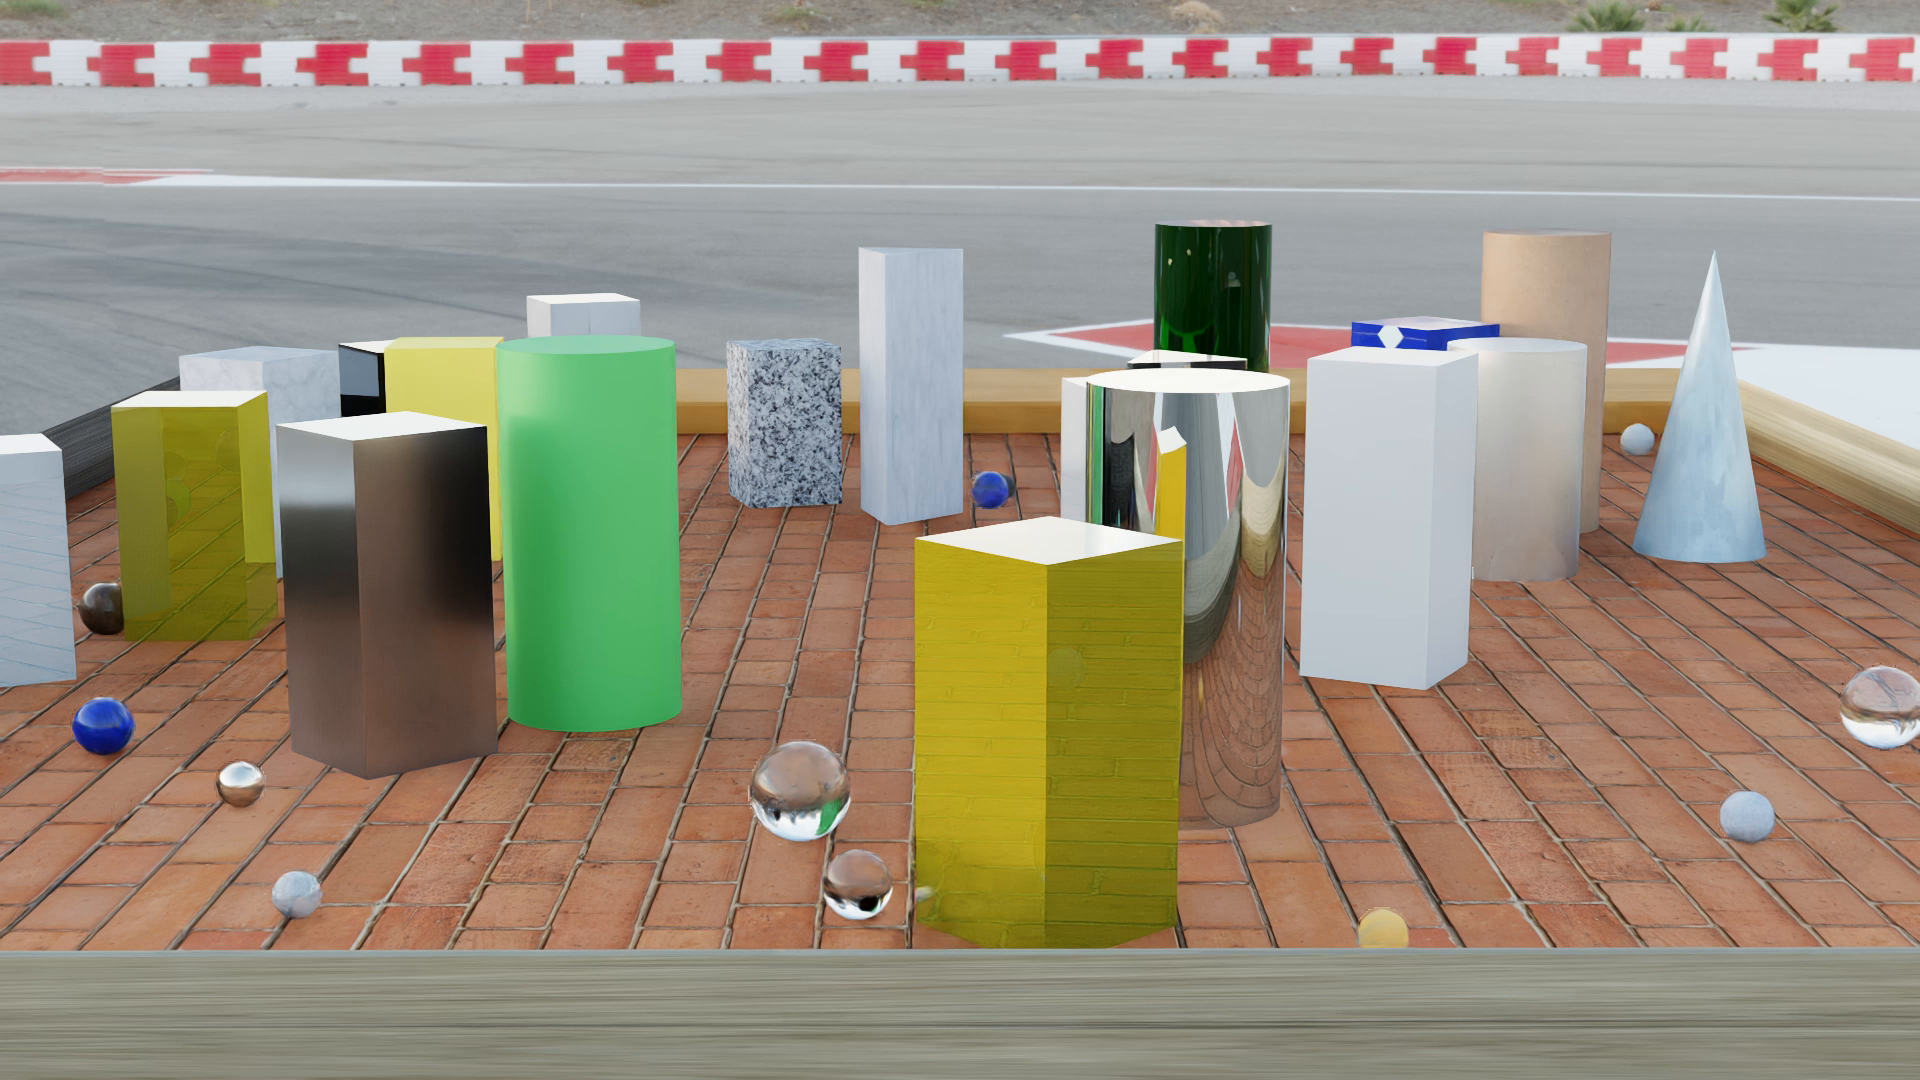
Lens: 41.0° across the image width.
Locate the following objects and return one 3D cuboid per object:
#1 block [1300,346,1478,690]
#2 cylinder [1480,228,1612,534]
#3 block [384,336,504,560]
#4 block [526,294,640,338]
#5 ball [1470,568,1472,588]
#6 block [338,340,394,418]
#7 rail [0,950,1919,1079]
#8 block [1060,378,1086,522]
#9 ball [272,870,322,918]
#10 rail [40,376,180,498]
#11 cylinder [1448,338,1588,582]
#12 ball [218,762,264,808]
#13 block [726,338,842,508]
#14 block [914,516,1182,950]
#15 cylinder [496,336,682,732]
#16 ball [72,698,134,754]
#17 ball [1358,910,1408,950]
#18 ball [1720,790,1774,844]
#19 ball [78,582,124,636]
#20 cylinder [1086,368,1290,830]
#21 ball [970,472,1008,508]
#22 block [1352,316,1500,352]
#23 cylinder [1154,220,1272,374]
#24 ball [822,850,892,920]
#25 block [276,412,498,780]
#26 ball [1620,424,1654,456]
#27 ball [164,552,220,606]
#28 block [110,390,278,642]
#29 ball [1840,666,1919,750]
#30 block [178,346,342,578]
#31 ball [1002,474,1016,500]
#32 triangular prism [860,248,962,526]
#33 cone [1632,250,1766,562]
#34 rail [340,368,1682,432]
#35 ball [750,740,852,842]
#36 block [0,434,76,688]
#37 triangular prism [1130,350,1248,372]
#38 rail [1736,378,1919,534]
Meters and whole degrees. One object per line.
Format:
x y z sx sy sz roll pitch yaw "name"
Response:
0.518 -0.031 3.099 0.158 0.384 0.158 6 12 28 "block"
0.924 -0.255 4.080 0.198 0.468 0.198 0 10 0 "cylinder"
-0.770 -0.139 3.865 0.158 0.318 0.158 -1 11 -4 "block"
-0.655 -0.259 4.485 0.158 0.327 0.158 -5 11 -23 "block"
0.637 0.050 3.442 0.099 0.099 0.099 0 10 0 "ball"
-0.879 -0.166 4.087 0.158 0.290 0.158 -7 13 -34 "block"
0.010 0.340 1.789 3.027 0.129 0.045 0 10 0 "rail"
0.225 -0.028 3.214 0.158 0.337 0.158 -3 11 -15 "block"
-0.573 0.306 2.217 0.042 0.042 0.042 0 10 0 "ball"
-1.490 0.035 3.440 0.045 0.129 3.423 0 10 0 "rail"
0.803 -0.120 3.726 0.198 0.330 0.198 0 10 0 "cylinder"
-0.715 0.243 2.549 0.045 0.045 0.045 0 10 0 "ball"
-0.298 -0.200 4.343 0.158 0.264 0.158 -3 11 -18 "block"
0.074 0.165 2.174 0.158 0.336 0.158 -9 14 -42 "block"
-0.417 -0.012 2.898 0.198 0.420 0.198 0 10 0 "cylinder"
-0.916 0.199 2.743 0.062 0.062 0.062 0 10 0 "ball"
0.348 0.326 2.113 0.042 0.042 0.042 0 10 0 "ball"
0.746 0.262 2.431 0.050 0.050 0.050 0 10 0 "ball"
-1.104 0.089 3.320 0.068 0.068 0.068 0 10 0 "ball"
0.221 0.053 2.532 0.198 0.424 0.198 0 10 0 "cylinder"
0.050 -0.083 4.262 0.063 0.063 0.063 0 10 0 "ball"
0.715 -0.168 3.969 0.158 0.336 0.158 -8 13 -35 "block"
0.428 -0.306 4.367 0.198 0.463 0.198 0 10 0 "cylinder"
-0.088 0.297 2.214 0.061 0.061 0.061 0 10 0 "ball"
-0.607 0.054 2.724 0.158 0.354 0.158 -10 14 -42 "block"
1.276 -0.188 4.833 0.062 0.062 0.062 0 10 0 "ball"
-1.047 0.053 3.500 0.073 0.073 0.073 0 10 0 "ball"
-0.992 -0.034 3.338 0.158 0.302 0.158 0 10 -1 "block"
0.995 0.181 2.765 0.090 0.090 0.090 0 10 0 "ball"
-1.018 -0.117 3.757 0.158 0.313 0.158 6 12 27 "block"
0.072 -0.090 4.349 0.044 0.044 0.044 0 10 0 "ball"
-0.109 -0.257 4.185 0.148 0.433 0.171 10 14 43 "triangular prism"
1.123 -0.209 3.859 0.198 0.457 0.198 0 10 0 "cone"
-0.010 -0.274 5.108 3.027 0.129 0.045 0 10 0 "rail"
-0.151 0.238 2.436 0.095 0.095 0.095 0 10 0 "ball"
-1.168 0.025 3.090 0.158 0.278 0.158 -5 12 -27 "block"
0.299 -0.101 3.647 0.171 0.323 0.148 -3 11 -13 "triangular prism"
1.490 0.032 3.457 0.045 0.129 3.423 0 10 0 "rail"
